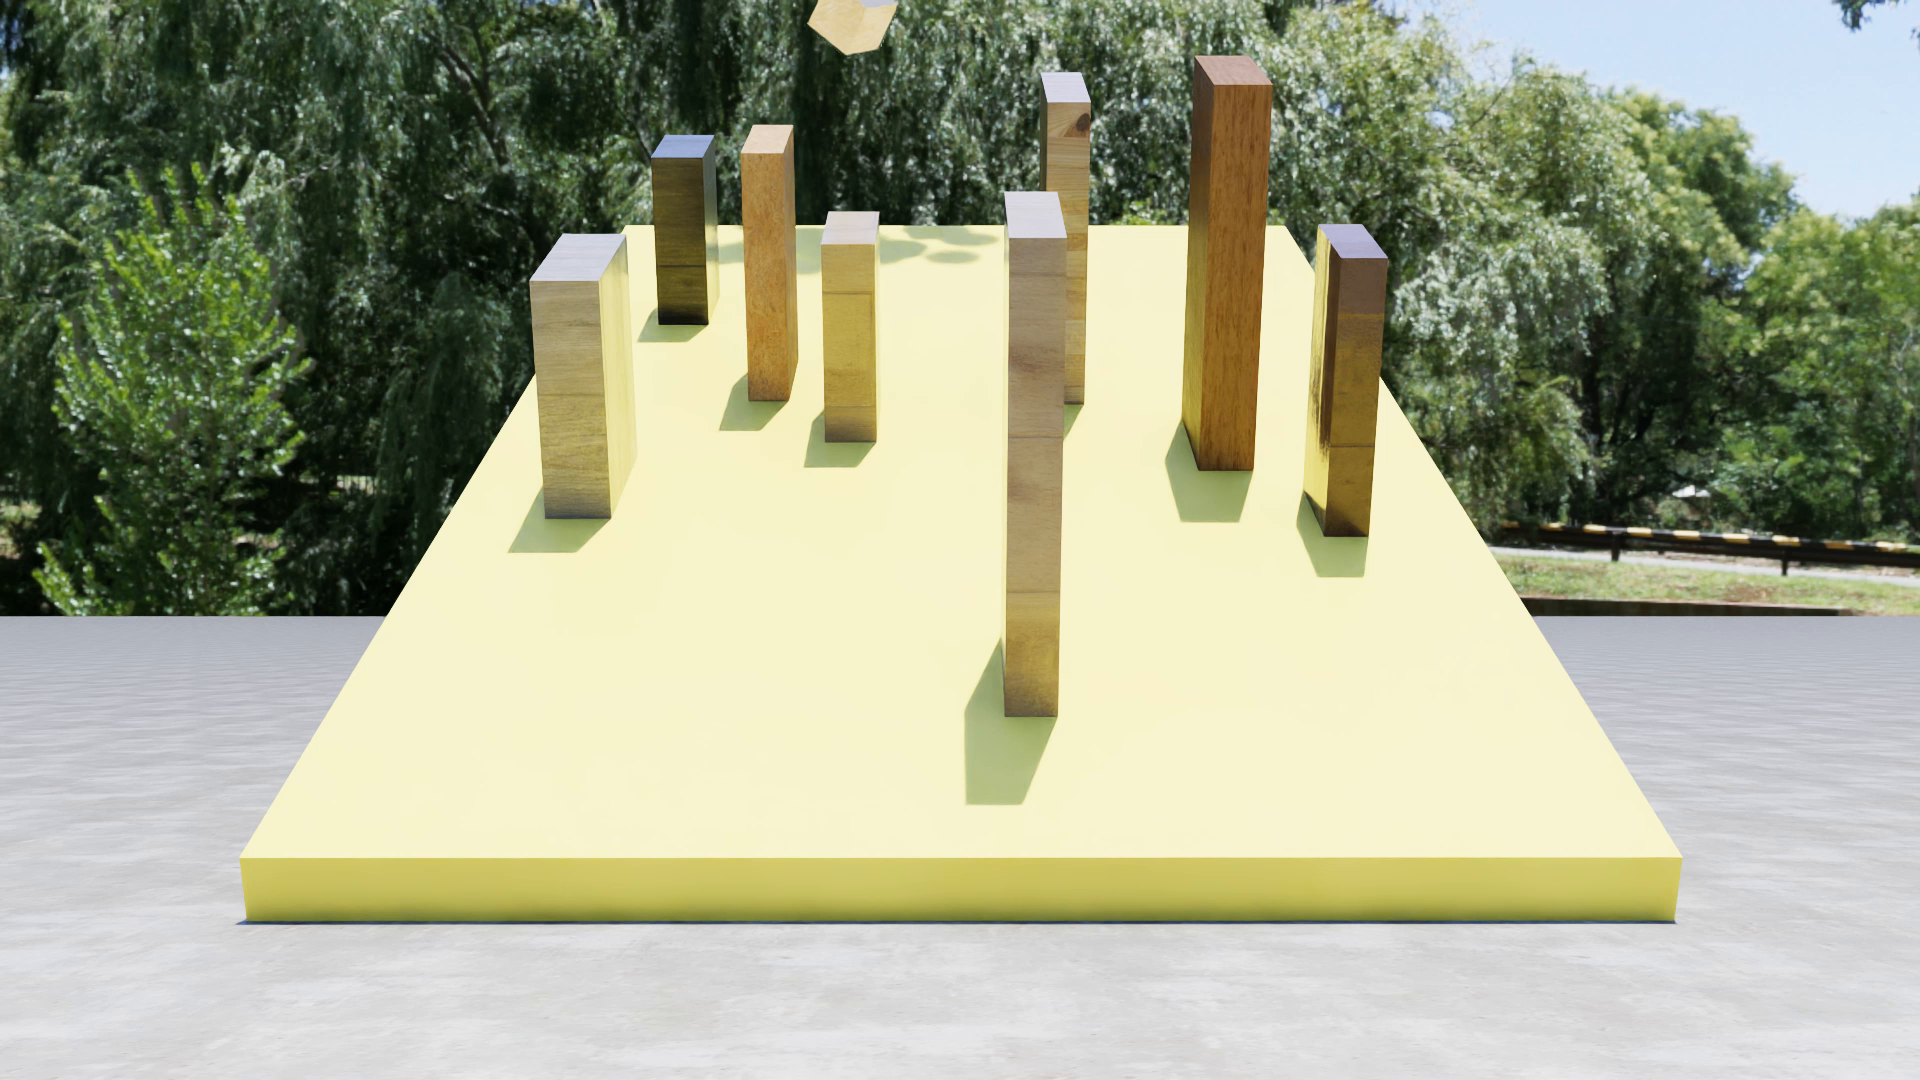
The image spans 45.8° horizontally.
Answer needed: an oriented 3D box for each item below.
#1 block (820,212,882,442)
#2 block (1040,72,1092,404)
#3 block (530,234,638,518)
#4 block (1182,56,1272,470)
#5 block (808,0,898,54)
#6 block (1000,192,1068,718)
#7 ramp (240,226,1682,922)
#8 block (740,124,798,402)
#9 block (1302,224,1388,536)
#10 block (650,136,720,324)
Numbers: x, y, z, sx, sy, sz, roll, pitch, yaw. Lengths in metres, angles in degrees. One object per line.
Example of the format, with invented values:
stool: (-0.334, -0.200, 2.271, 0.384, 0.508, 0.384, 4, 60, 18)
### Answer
block: (-0.235, -0.470, 4.971, 0.112, 0.434, 0.320, 0, 20, 0)
block: (0.236, -0.700, 5.237, 0.094, 0.683, 0.414, 0, 20, 0)
block: (-0.746, -0.333, 4.541, 0.130, 0.477, 0.395, 0, 20, 0)
block: (0.553, -0.583, 4.759, 0.115, 0.797, 0.378, 0, 20, 0)
block: (-0.309, -1.523, 6.578, 0.156, 0.156, 0.156, 41, 35, 17)
block: (0.113, -0.138, 3.602, 0.084, 0.768, 0.328, 0, 20, 0)
ramp: (-0.005, -0.210, 5.041, 2.000, 0.100, 4.000, 0, 20, 0)
block: (-0.436, -0.643, 5.246, 0.093, 0.568, 0.349, 0, 20, 0)
block: (0.740, -0.311, 4.390, 0.086, 0.544, 0.283, 0, 20, 0)
block: (-0.706, -0.804, 5.876, 0.129, 0.430, 0.306, 0, 20, 0)
